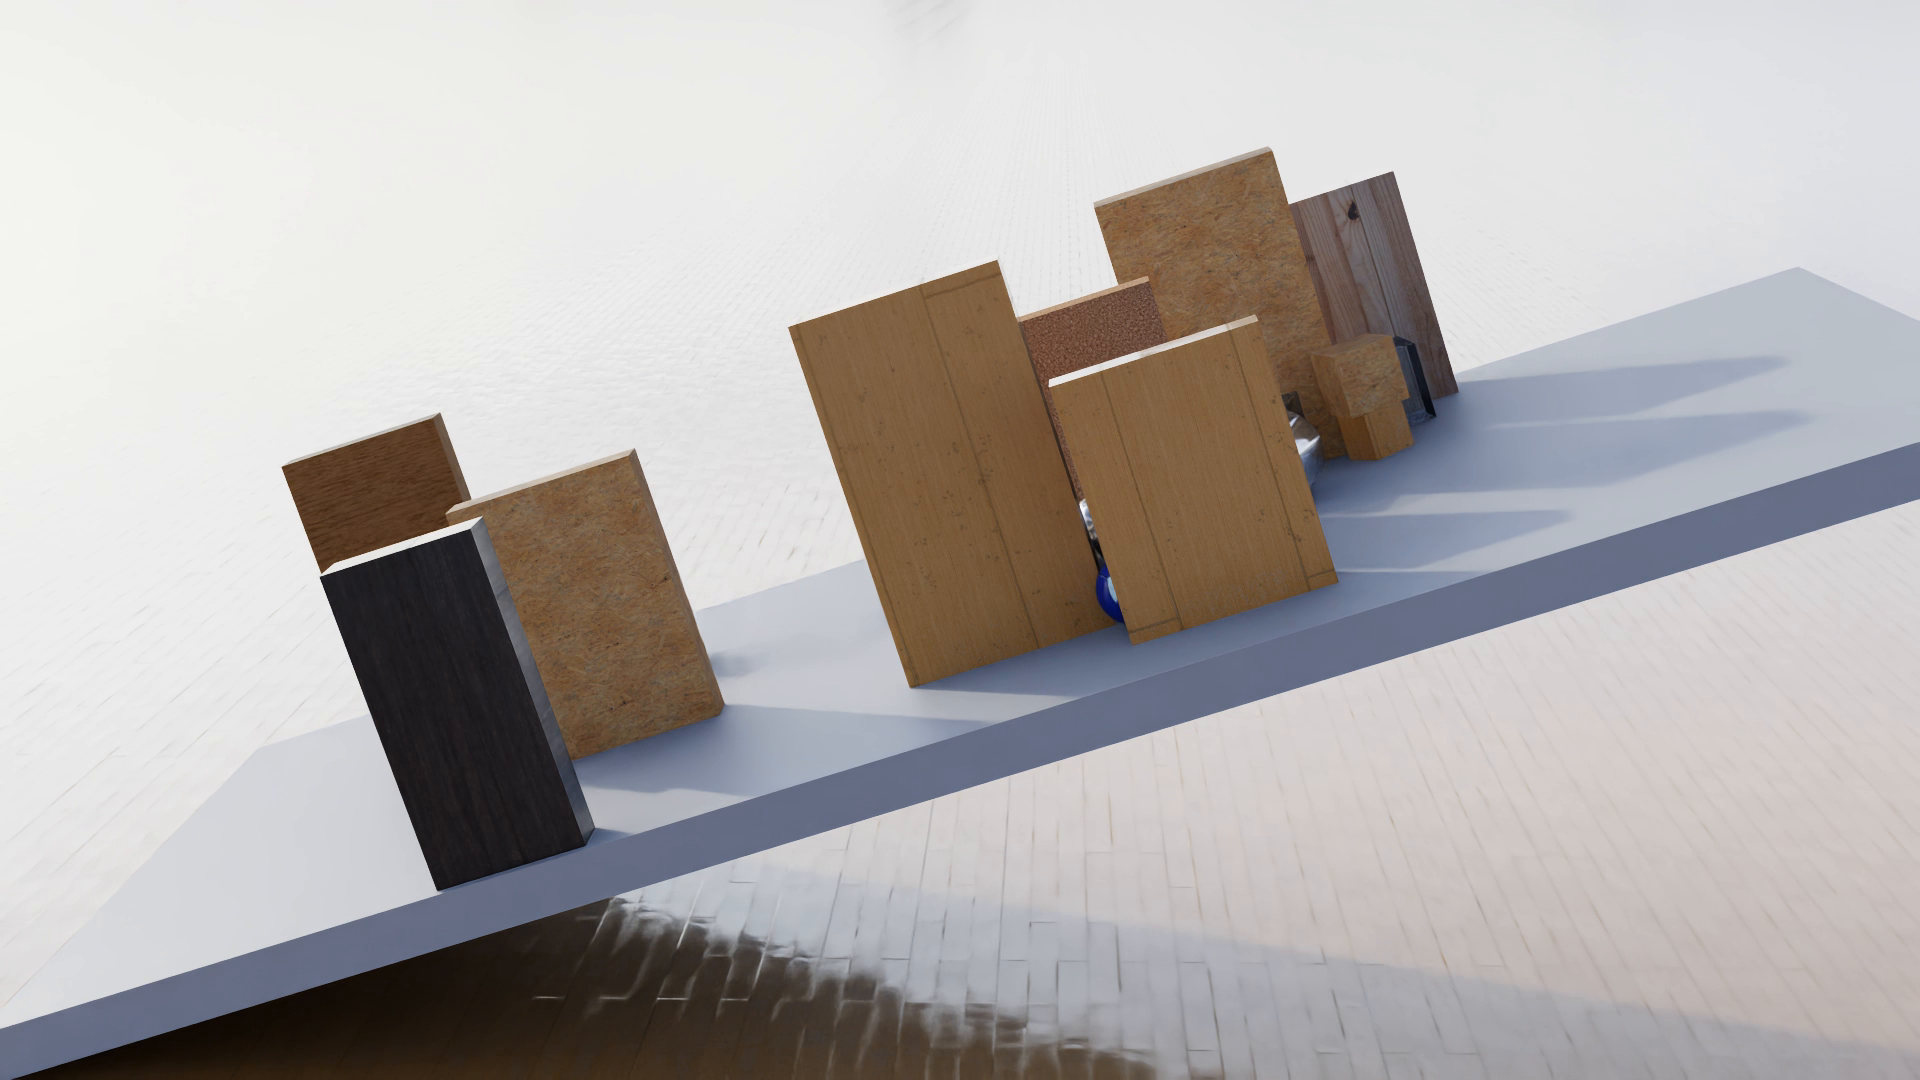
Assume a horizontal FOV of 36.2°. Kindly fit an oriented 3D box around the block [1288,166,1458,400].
[{"bbox_3d":[0.928,-0.566,6.970,0.349,0.546,0.144,-17,10,5],"label":"block"}]

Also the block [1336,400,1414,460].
[{"bbox_3d":[0.923,-0.244,6.535,0.105,0.105,0.105,-23,11,-24],"label":"block"}]

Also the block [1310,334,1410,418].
[{"bbox_3d":[0.887,-0.365,6.532,0.144,0.144,0.144,-20,11,-11],"label":"block"}]

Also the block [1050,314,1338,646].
[{"bbox_3d":[0.440,-0.111,5.539,0.405,0.519,0.092,-17,10,5],"label":"block"}]

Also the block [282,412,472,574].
[{"bbox_3d":[-1.245,0.108,6.727,0.366,0.721,0.086,-17,10,5],"label":"block"}]

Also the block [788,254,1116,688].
[{"bbox_3d":[-0.012,-0.134,5.776,0.425,0.754,0.119,-17,10,5],"label":"block"}]

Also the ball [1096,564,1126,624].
[{"bbox_3d":[0.334,0.093,5.704,0.143,0.143,0.143,0,12,0],"label":"ball"}]

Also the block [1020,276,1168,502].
[{"bbox_3d":[0.341,-0.248,6.299,0.304,0.560,0.096,-17,10,5],"label":"block"}]

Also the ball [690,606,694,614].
[{"bbox_3d":[-0.713,0.199,6.761,0.209,0.209,0.209,0,12,0],"label":"ball"}]

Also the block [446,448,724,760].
[{"bbox_3d":[-0.779,0.146,6.136,0.401,0.576,0.096,-17,10,5],"label":"block"}]

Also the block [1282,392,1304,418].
[{"bbox_3d":[0.677,-0.204,6.543,0.181,0.181,0.181,-15,11,18],"label":"block"}]

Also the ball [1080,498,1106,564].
[{"bbox_3d":[0.315,-0.017,6.209,0.176,0.176,0.176,0,12,0],"label":"ball"}]

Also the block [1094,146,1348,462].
[{"bbox_3d":[0.607,-0.487,6.674,0.415,0.705,0.146,-17,10,5],"label":"block"}]

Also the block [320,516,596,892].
[{"bbox_3d":[-0.924,0.304,5.433,0.294,0.626,0.115,-17,10,5],"label":"block"}]

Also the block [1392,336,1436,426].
[{"bbox_3d":[0.972,-0.350,6.797,0.179,0.179,0.179,-18,10,-1],"label":"block"}]

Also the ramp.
[{"bbox_3d":[0.102,0.182,6.309,4.000,0.100,2.000,-17,10,5],"label":"ramp"}]

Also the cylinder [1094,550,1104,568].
[{"bbox_3d":[0.223,0.064,6.082,0.128,0.128,0.128,-3,7,-14],"label":"cylinder"}]

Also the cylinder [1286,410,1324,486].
[{"bbox_3d":[0.664,-0.164,6.338,0.189,0.189,0.189,6,21,26],"label":"cylinder"}]
